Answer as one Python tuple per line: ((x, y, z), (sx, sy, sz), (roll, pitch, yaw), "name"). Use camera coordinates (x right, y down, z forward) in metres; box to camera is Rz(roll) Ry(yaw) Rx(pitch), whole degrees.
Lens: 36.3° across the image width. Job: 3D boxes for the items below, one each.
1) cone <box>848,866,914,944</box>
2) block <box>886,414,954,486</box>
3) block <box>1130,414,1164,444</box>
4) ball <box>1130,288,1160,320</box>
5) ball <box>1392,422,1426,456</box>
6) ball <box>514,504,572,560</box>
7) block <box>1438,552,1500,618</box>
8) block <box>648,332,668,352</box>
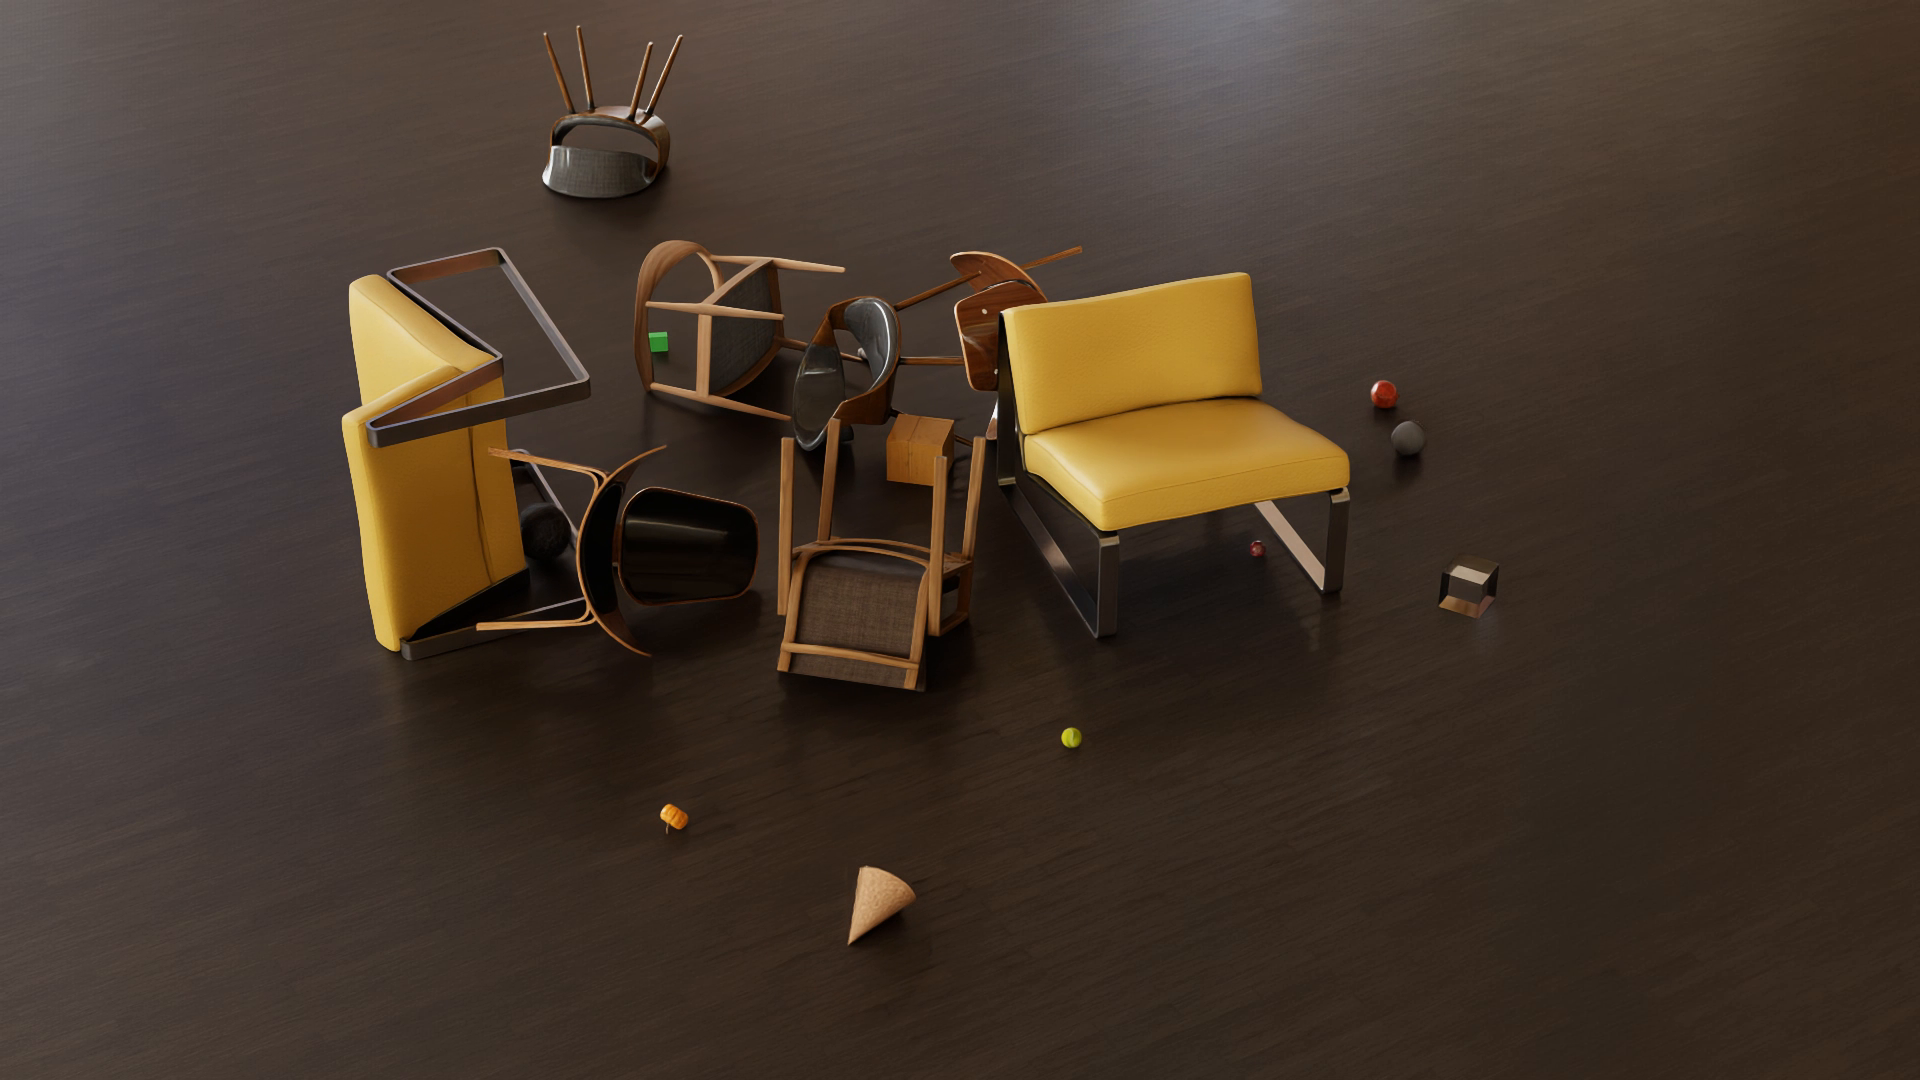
((-0.287, 1.163, 9.097), (0.223, 0.185, 0.236), (-7, 43, 53), "cone")
((-0.152, -0.346, 11.306), (0.219, 0.180, 0.204), (7, 34, 11), "block")
((0.736, -0.439, 11.561), (0.107, 0.055, 0.121), (-6, 34, -9), "block")
((0.779, -0.992, 12.333), (0.128, 0.128, 0.128), (0, 33, 0), "ball")
((1.748, -0.396, 11.426), (0.131, 0.131, 0.131), (0, 33, 0), "ball")
((-1.538, -0.029, 10.798), (0.209, 0.209, 0.209), (0, 33, 0), "ball")
((1.833, 0.162, 10.563), (0.155, 0.149, 0.158), (18, 38, 26), "block")
((-1.248, -0.819, 12.125), (0.077, 0.068, 0.039), (-4, 34, -6), "block")
